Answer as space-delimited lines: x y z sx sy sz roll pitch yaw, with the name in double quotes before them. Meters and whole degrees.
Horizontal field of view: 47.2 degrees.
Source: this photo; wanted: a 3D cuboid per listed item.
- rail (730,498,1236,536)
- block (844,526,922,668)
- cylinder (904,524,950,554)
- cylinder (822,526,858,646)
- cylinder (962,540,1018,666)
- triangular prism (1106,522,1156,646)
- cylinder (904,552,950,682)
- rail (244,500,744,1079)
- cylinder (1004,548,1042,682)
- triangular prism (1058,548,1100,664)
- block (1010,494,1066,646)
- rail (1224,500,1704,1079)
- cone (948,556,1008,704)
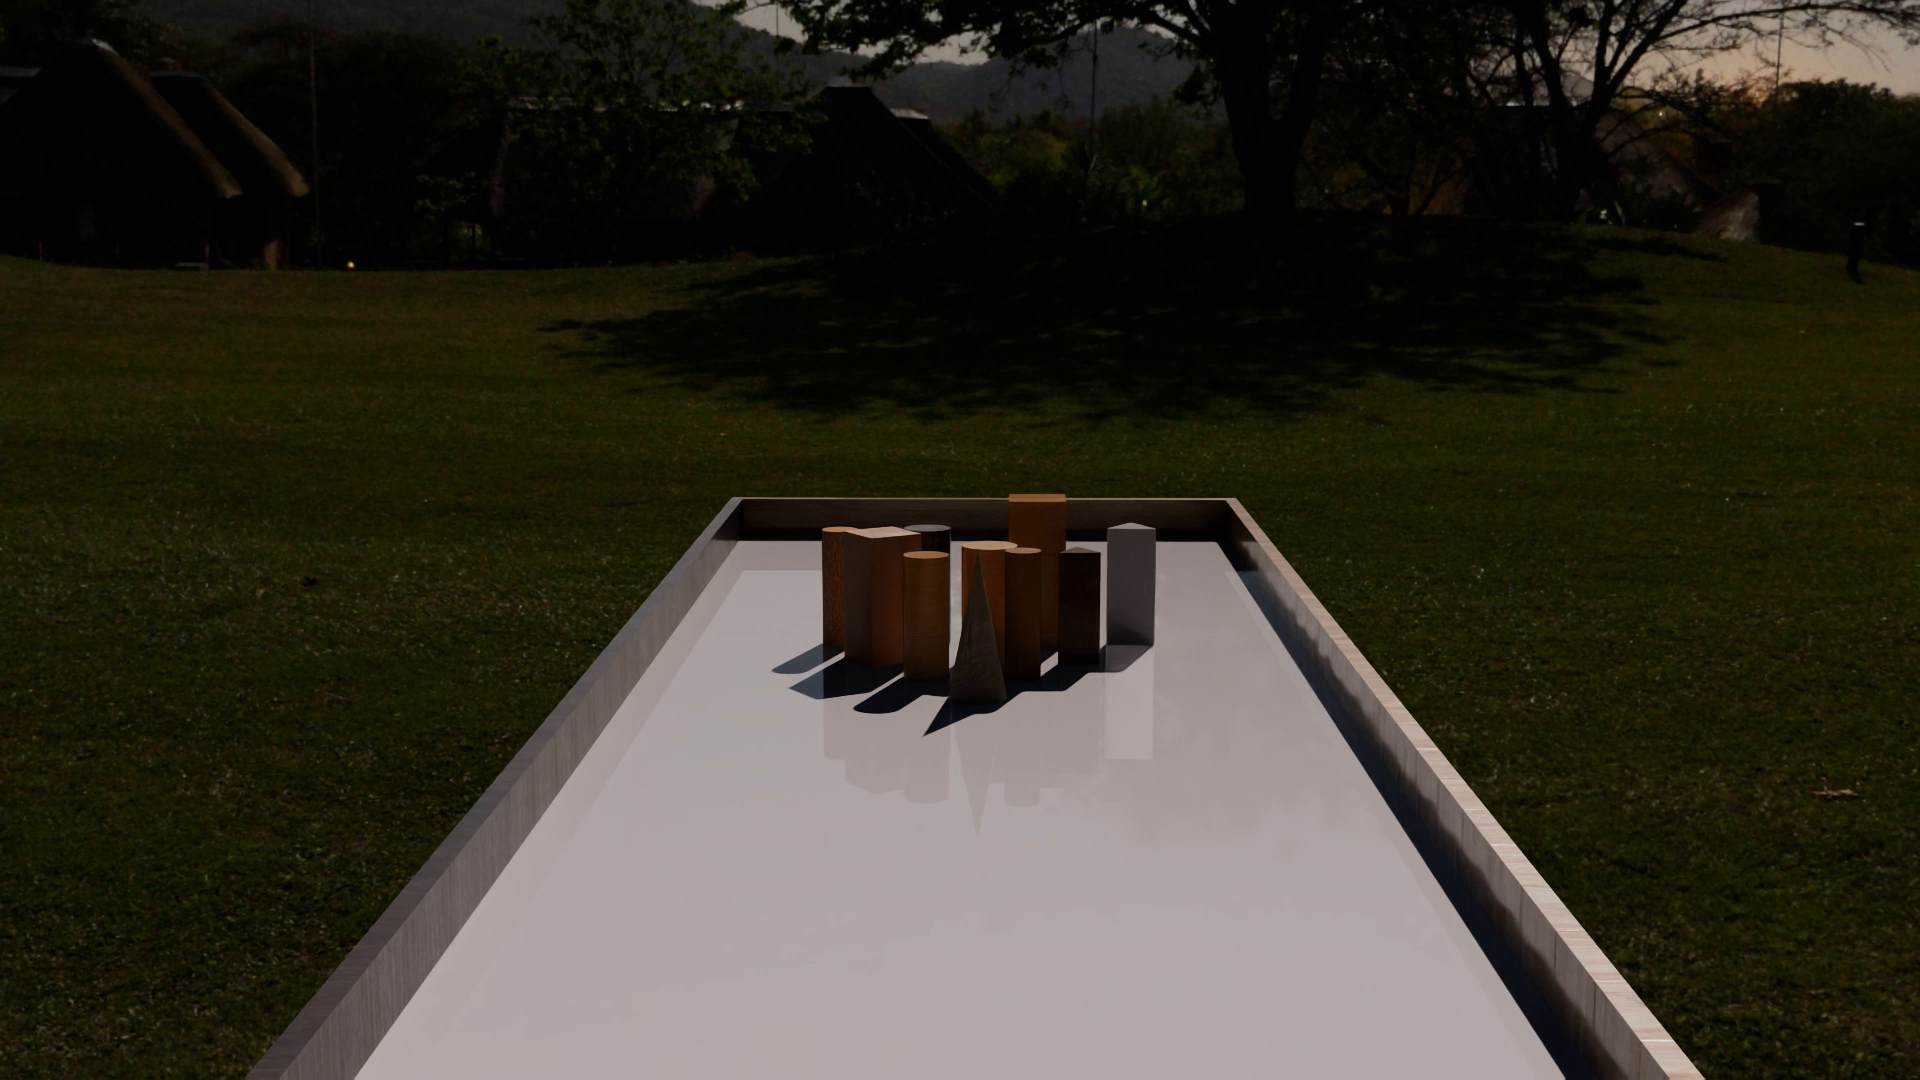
"rail" 0.099 -0.098 9.147 2.100 0.150 0.050 0 9 1
"block" -0.235 0.170 6.683 0.173 0.392 0.173 -6 11 -31
"cylinder" -0.102 0.143 6.934 0.146 0.367 0.146 0 9 0
"cylinder" -0.377 0.147 6.921 0.113 0.364 0.113 0 9 0
"cylinder" 0.089 0.192 6.652 0.169 0.358 0.169 0 9 0
"triangular prism" 0.540 0.137 6.961 0.151 0.370 0.131 1 9 4
"cylinder" -0.099 0.223 6.439 0.134 0.364 0.134 0 9 0
"rail" -1.004 0.839 3.234 0.050 0.150 12.000 0 9 1
"cylinder" 0.184 0.217 6.433 0.106 0.378 0.106 0 9 0
"triangular prism" 0.358 0.198 6.672 0.124 0.341 0.107 0 9 -1
"block" 0.243 0.093 6.956 0.177 0.458 0.177 0 9 1
"rail" 1.046 0.843 3.208 0.050 0.150 12.000 0 9 1
"cone" 0.050 0.238 6.171 0.169 0.418 0.169 0 9 0
